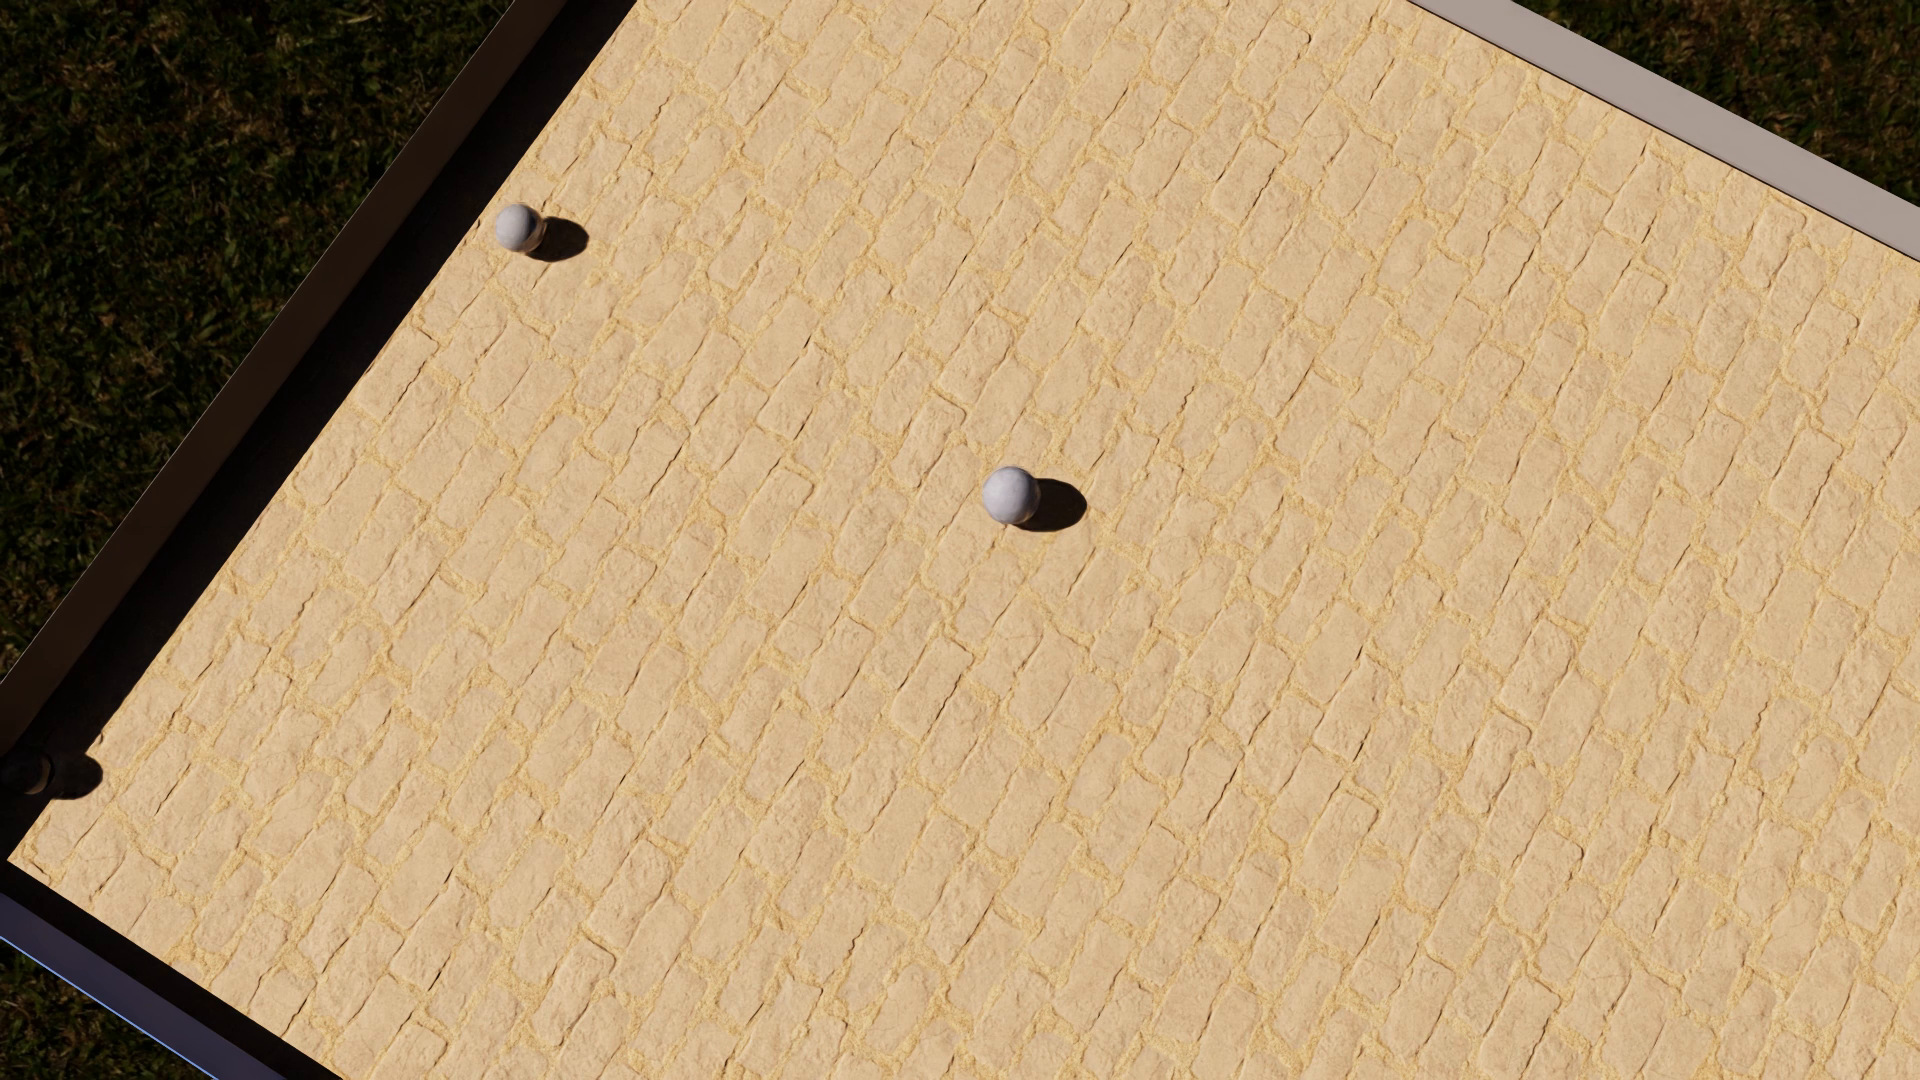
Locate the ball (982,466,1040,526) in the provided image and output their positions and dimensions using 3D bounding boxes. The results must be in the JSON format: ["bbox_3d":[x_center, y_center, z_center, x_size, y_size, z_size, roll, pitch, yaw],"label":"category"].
[{"bbox_3d":[0.079,-0.068,3.400,0.091,0.091,0.091,0,73,0],"label":"ball"}]

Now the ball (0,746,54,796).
[{"bbox_3d":[-1.390,0.345,3.279,0.075,0.075,0.075,0,73,0],"label":"ball"}]

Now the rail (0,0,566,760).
[{"bbox_3d":[-0.909,-0.527,3.529,0.045,0.118,2.463,30,75,9],"label":"rail"}]

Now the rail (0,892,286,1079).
[{"bbox_3d":[0.307,1.516,2.887,4.339,0.118,0.045,30,75,9],"label":"rail"}]

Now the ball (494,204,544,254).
[{"bbox_3d":[-0.710,-0.502,3.542,0.080,0.080,0.080,0,73,0],"label":"ball"}]

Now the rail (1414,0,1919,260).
[{"bbox_3d":[1.552,-0.459,3.508,4.339,0.118,0.045,30,75,9],"label":"rail"}]
